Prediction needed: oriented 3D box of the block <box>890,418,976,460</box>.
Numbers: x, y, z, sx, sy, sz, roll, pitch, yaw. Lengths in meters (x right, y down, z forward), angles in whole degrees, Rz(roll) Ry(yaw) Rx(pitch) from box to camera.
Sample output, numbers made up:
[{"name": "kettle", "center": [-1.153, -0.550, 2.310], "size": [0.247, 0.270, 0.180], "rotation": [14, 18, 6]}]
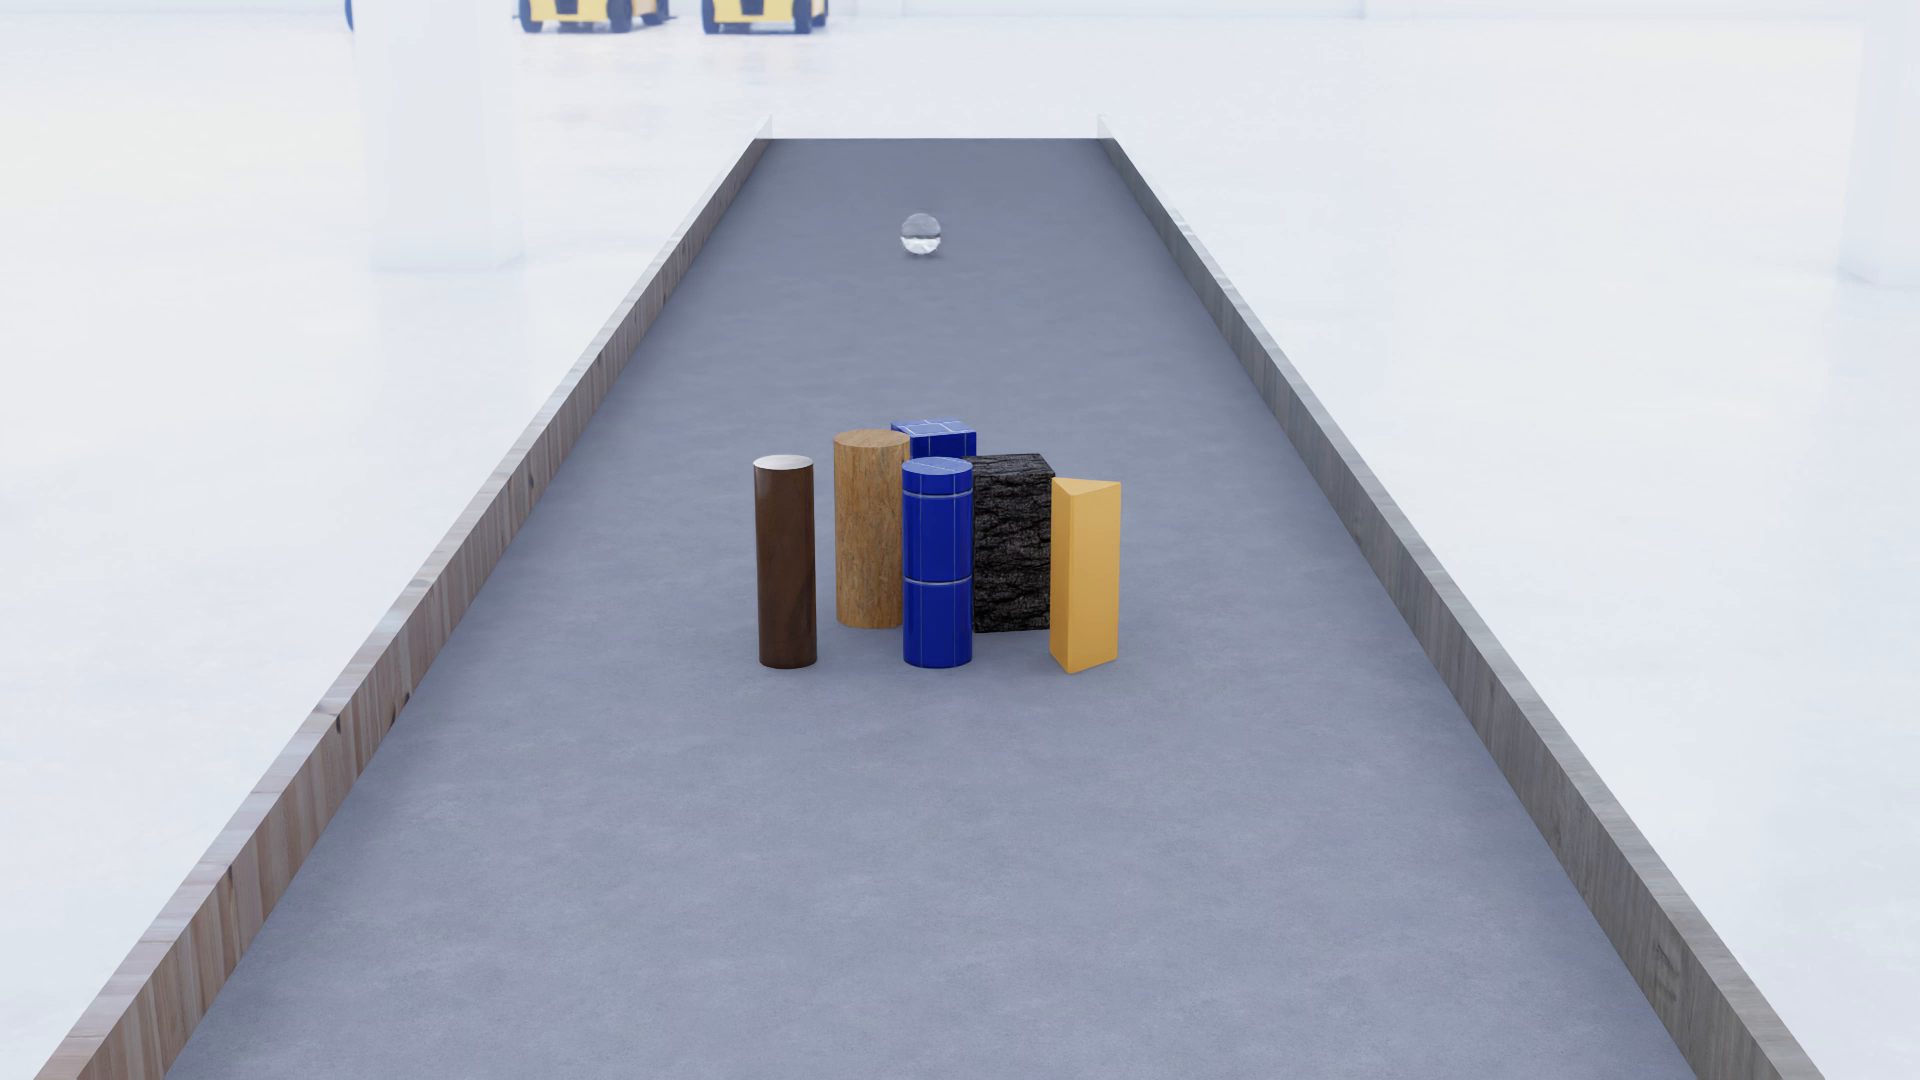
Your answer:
[{"name": "block", "center": [-0.059, -0.079, 4.873], "size": [0.147, 0.352, 0.147], "rotation": [-6, 18, -19]}]

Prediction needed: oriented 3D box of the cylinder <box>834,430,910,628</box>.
[{"name": "cylinder", "center": [-0.183, -0.024, 4.622], "size": [0.159, 0.391, 0.159], "rotation": [0, 17, 0]}]

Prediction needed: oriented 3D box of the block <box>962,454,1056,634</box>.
[{"name": "block", "center": [0.099, 0.005, 4.617], "size": [0.167, 0.338, 0.167], "rotation": [-3, 17, -9]}]

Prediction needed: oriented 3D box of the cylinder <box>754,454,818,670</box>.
[{"name": "cylinder", "center": [-0.345, 0.044, 4.361], "size": [0.117, 0.410, 0.117], "rotation": [0, 17, 0]}]

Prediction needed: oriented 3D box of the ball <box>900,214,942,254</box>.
[{"name": "ball", "center": [-0.165, -1.287, 9.254], "size": [0.172, 0.172, 0.172], "rotation": [0, 17, 0]}]

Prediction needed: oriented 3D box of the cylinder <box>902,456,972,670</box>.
[{"name": "cylinder", "center": [-0.045, 0.046, 4.373], "size": [0.140, 0.399, 0.140], "rotation": [0, 17, 0]}]

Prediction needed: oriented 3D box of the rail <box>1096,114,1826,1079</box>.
[{"name": "rail", "center": [0.932, -0.844, 7.801], "size": [0.050, 0.150, 12.000], "rotation": [0, 17, -1]}]

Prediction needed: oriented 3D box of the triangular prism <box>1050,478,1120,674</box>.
[{"name": "triangular prism", "center": [0.225, 0.063, 4.375], "size": [0.138, 0.364, 0.119], "rotation": [-15, 22, -41]}]

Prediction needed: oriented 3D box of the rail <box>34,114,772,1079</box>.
[{"name": "rail", "center": [-1.118, -0.838, 7.780], "size": [0.050, 0.150, 12.000], "rotation": [0, 17, -1]}]
